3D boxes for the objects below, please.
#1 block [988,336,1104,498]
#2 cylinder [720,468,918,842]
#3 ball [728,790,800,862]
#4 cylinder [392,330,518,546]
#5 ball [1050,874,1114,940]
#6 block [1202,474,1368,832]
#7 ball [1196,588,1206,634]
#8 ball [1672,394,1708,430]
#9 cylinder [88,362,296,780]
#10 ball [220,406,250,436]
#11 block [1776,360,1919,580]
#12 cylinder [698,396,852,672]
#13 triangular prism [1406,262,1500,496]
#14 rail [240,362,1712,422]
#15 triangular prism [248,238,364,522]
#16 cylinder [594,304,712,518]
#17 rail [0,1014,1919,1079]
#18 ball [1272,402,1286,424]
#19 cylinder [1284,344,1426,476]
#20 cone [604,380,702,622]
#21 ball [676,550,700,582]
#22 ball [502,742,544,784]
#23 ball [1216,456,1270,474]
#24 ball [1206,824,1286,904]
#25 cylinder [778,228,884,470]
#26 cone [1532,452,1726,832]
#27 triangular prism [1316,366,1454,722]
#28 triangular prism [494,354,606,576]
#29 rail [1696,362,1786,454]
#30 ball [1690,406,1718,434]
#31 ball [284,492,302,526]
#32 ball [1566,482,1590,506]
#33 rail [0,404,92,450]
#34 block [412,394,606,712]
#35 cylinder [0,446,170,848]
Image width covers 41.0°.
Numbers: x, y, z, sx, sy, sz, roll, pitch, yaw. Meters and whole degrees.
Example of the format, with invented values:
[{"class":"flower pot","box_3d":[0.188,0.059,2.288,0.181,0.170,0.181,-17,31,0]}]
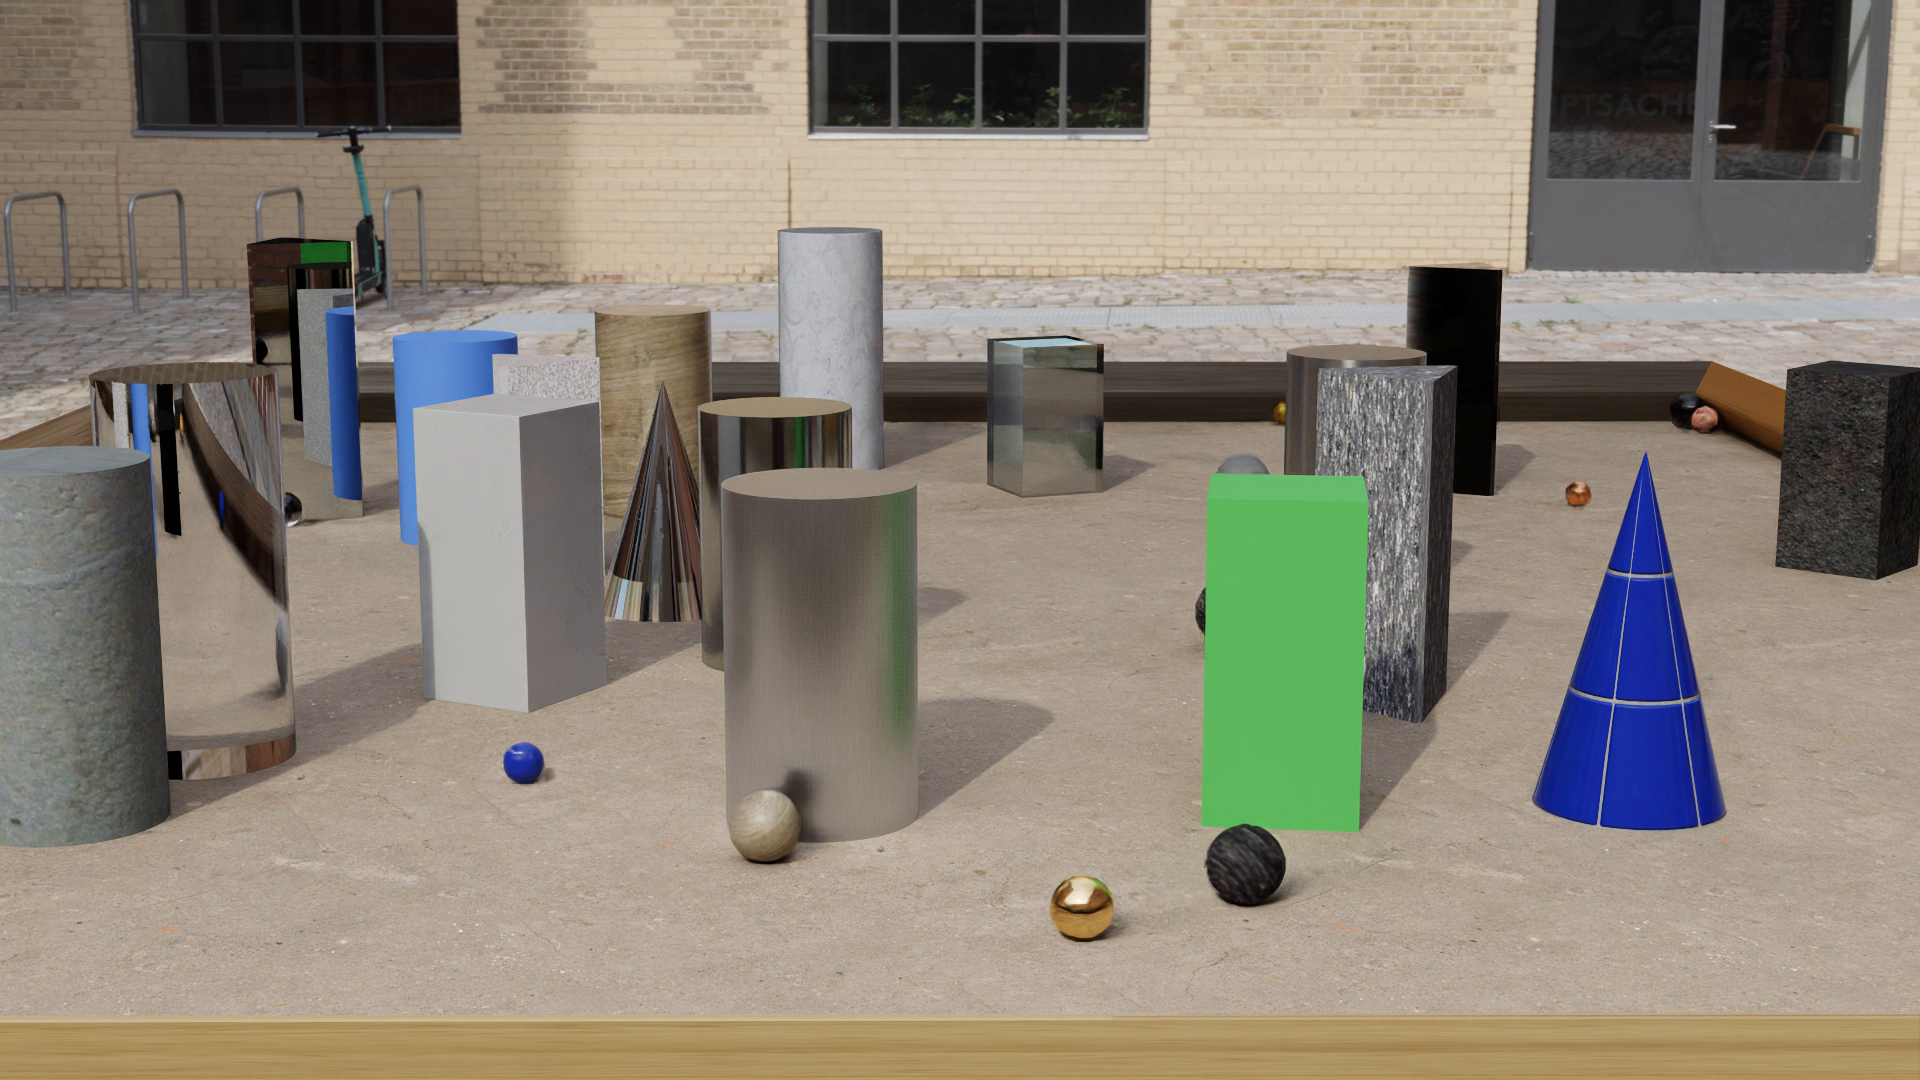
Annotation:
[{"class":"block","box_3d":[0.146,-0.214,4.407,0.150,0.255,0.150,-4,11,-23]},{"class":"cylinder","box_3d":[-0.135,0.107,2.485,0.188,0.329,0.188,0,11,0]},{"class":"ball","box_3d":[-0.180,0.263,2.364,0.067,0.067,0.067,0,11,0]},{"class":"cylinder","box_3d":[-0.772,-0.158,3.954,0.188,0.312,0.188,0,11,0]},{"class":"ball","box_3d":[0.103,0.308,2.155,0.054,0.054,0.054,0,11,0]},{"class":"block","box_3d":[0.317,0.107,2.510,0.150,0.321,0.150,1,11,7]},{"class":"ball","box_3d":[0.341,0.091,3.227,0.089,0.089,0.089,0,11,0]},{"class":"ball","box_3d":[1.463,-0.257,5.142,0.071,0.071,0.071,0,11,0]},{"class":"cylinder","box_3d":[-0.802,0.028,2.690,0.188,0.409,0.188,0,11,0]},{"class":"ball","box_3d":[-1.426,-0.234,5.051,0.059,0.059,0.059,0,11,0]},{"class":"block","box_3d":[1.296,-0.104,3.725,0.150,0.290,0.150,9,14,41]},{"class":"cylinder","box_3d":[-0.225,-0.008,3.143,0.188,0.313,0.188,0,11,0]},{"class":"triangular prism","box_3d":[0.867,-0.281,4.418,0.162,0.383,0.141,6,12,29]},{"class":"rail","box_3d":[-0.010,-0.299,5.218,3.096,0.122,0.045,0,11,0]},{"class":"triangular prism","box_3d":[-1.068,-0.260,4.139,0.162,0.445,0.141,-5,12,-25]},{"class":"cylinder","box_3d":[-0.498,-0.211,4.186,0.188,0.329,0.188,0,11,0]},{"class":"rail","box_3d":[0.010,0.362,1.680,3.096,0.122,0.045,0,11,0]},{"class":"ball","box_3d":[0.658,-0.257,5.204,0.047,0.047,0.047,0,11,0]},{"class":"cylinder","box_3d":[0.535,-0.087,3.494,0.188,0.339,0.188,0,11,0]},{"class":"cone","box_3d":[-0.395,-0.061,3.440,0.188,0.309,0.188,0,11,0]},{"class":"ball","box_3d":[-0.381,0.036,3.640,0.046,0.046,0.046,0,11,0]},{"class":"ball","box_3d":[-0.446,0.227,2.621,0.042,0.042,0.042,0,11,0]},{"class":"ball","box_3d":[0.462,-0.092,4.192,0.094,0.094,0.094,0,11,0]},{"class":"ball","box_3d":[0.250,0.284,2.247,0.069,0.069,0.069,0,11,0]},{"class":"cylinder","box_3d":[-0.232,-0.342,4.622,0.188,0.428,0.188,0,11,0]},{"class":"cone","box_3d":[0.664,0.087,2.516,0.188,0.356,0.188,0,11,0]},{"class":"triangular prism","box_3d":[0.513,-0.004,2.931,0.141,0.383,0.162,-9,14,-39]},{"class":"triangular prism","box_3d":[-0.616,-0.102,3.648,0.162,0.314,0.141,-10,15,-43]},{"class":"rail","box_3d":[1.524,0.030,3.458,0.045,0.122,3.647,0,11,0]},{"class":"ball","box_3d":[1.476,-0.238,5.084,0.053,0.053,0.053,0,11,0]},{"class":"ball","box_3d":[-1.069,-0.048,4.063,0.055,0.055,0.055,0,11,0]},{"class":"ball","box_3d":[1.025,-0.077,4.256,0.041,0.041,0.041,0,11,0]},{"class":"rail","box_3d":[-1.524,0.033,3.441,0.045,0.122,3.647,0,11,0]},{"class":"block","box_3d":[-0.519,0.011,2.973,0.150,0.338,0.150,6,12,28]},{"class":"cylinder","box_3d":[-0.867,0.098,2.467,0.188,0.353,0.188,0,11,0]}]
